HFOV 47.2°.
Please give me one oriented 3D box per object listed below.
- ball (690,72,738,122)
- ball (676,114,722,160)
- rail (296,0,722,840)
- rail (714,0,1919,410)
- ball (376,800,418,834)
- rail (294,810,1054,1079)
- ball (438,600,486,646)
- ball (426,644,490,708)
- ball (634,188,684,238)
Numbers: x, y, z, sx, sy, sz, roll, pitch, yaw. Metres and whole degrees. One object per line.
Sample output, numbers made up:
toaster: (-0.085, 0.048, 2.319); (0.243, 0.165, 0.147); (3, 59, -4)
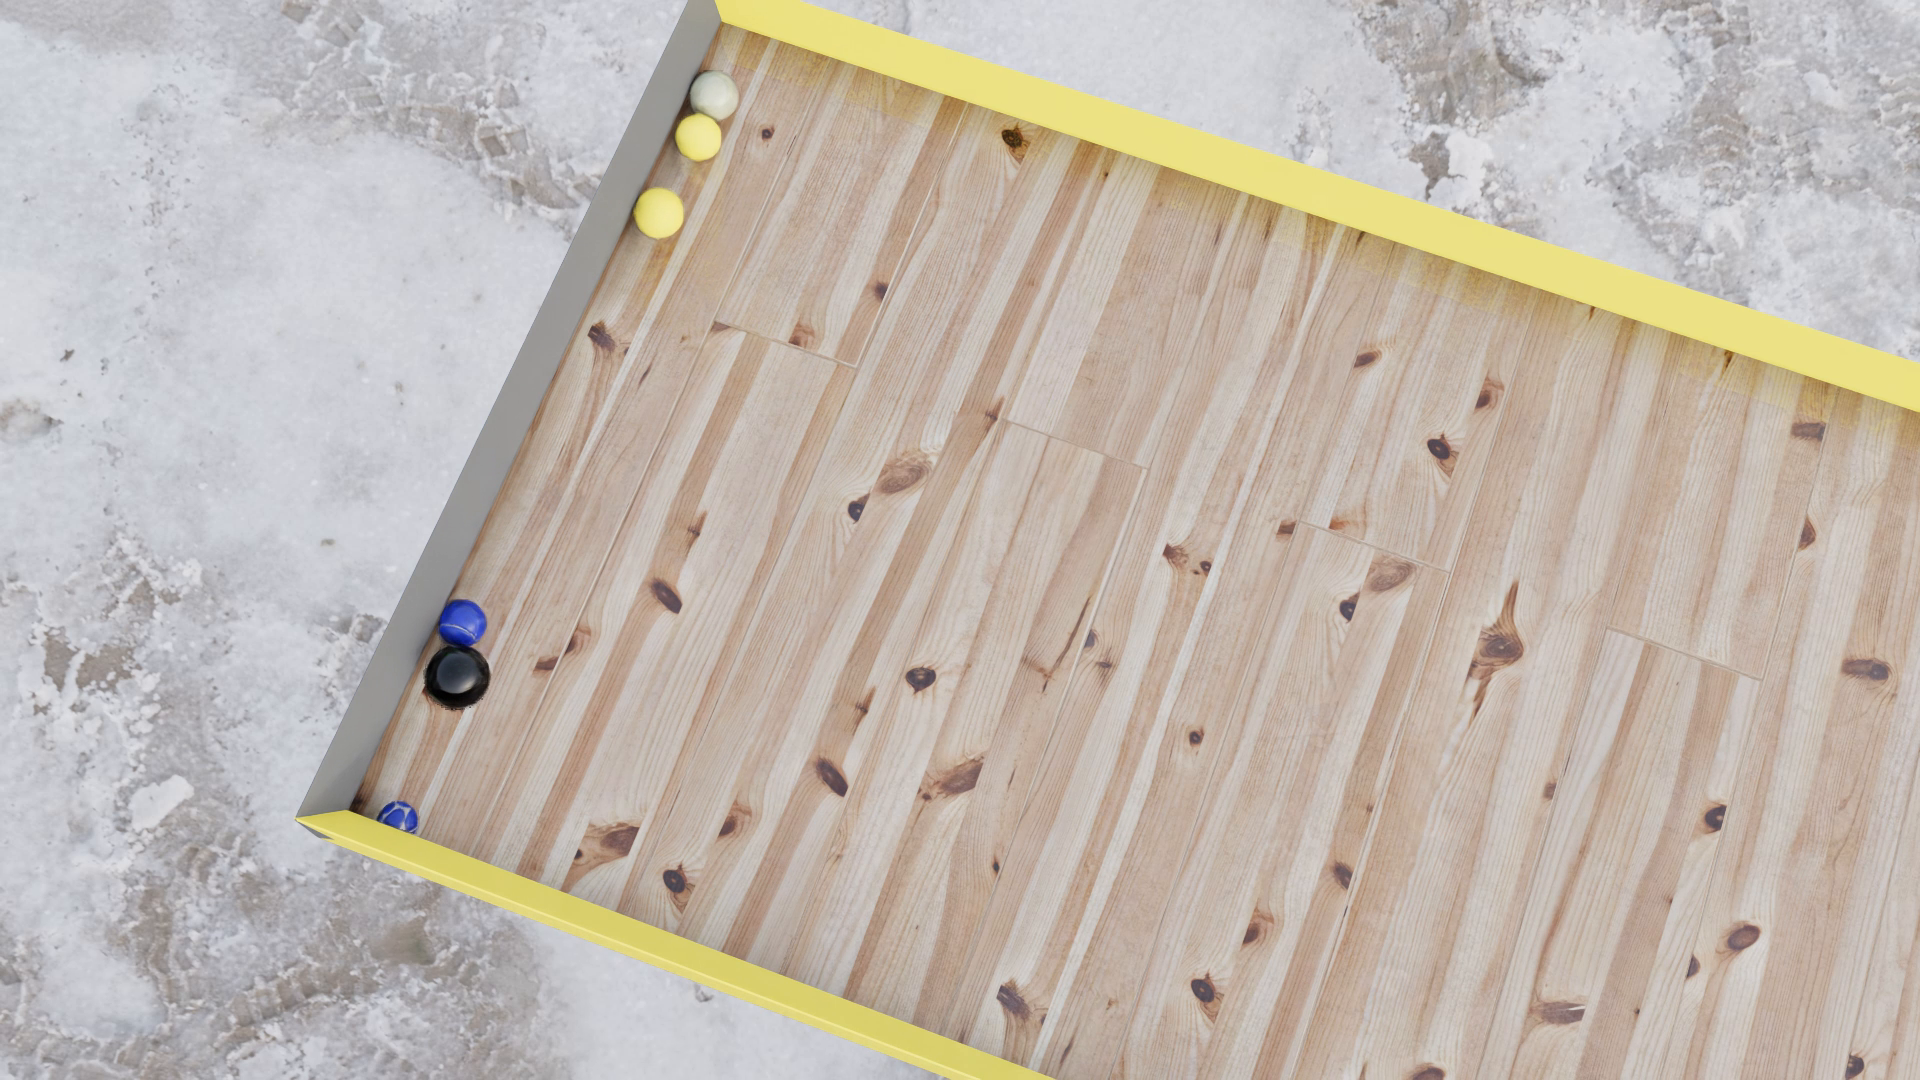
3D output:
ball: (-0.412, -0.744, 3.687); (0.083, 0.083, 0.083); (0, 70, 0)
ball: (-0.436, -0.671, 3.665); (0.077, 0.077, 0.077); (0, 70, 0)
rail: (-0.676, -0.246, 3.487); (0.045, 0.126, 1.539); (19, 72, 7)
rail: (0.959, -0.422, 3.549); (2.980, 0.126, 0.045); (19, 72, 7)
ball: (-0.841, 0.420, 3.287); (0.060, 0.060, 0.060); (0, 70, 0)
rail: (0.438, 0.896, 3.083); (2.980, 0.126, 0.045); (19, 72, 7)
ball: (-0.766, 0.128, 3.383); (0.074, 0.074, 0.074); (0, 70, 0)
ball: (-0.763, 0.207, 3.343); (0.097, 0.097, 0.097); (0, 70, 0)
ball: (-0.495, -0.537, 3.614); (0.082, 0.082, 0.082); (0, 70, 0)
